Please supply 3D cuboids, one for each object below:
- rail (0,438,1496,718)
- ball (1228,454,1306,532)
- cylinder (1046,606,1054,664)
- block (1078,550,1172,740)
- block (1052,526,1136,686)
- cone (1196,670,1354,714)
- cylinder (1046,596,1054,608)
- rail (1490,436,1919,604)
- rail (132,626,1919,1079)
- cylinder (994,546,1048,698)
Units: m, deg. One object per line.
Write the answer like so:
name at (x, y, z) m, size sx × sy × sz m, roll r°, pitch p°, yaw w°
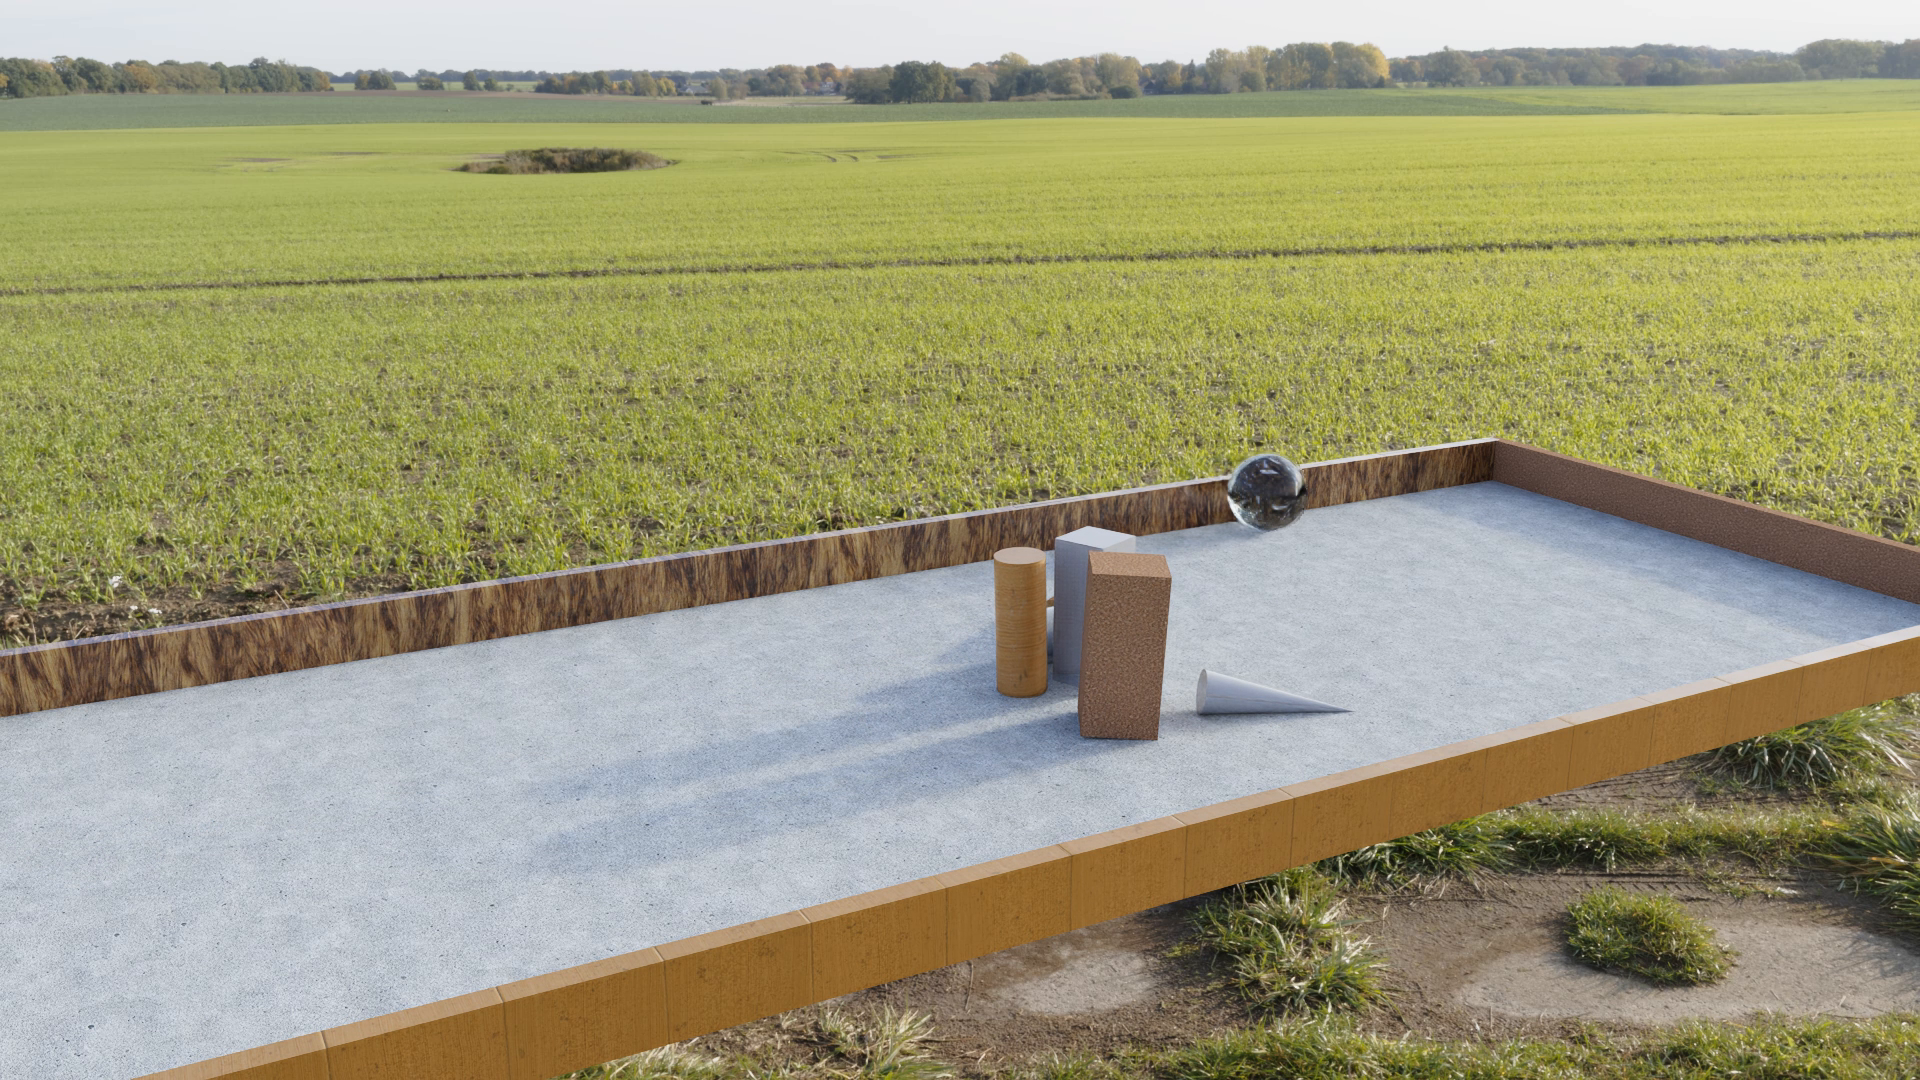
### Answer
rail at (-3.305, 0.497, 3.399) m, size 12.000 × 0.150 × 0.050 m, roll -9°, pitch 18°, yaw -27°
ball at (1.010, -0.157, 5.434) m, size 0.257 × 0.257 × 0.257 m, roll 0°, pitch 16°, yaw 0°
cylinder at (0.304, 0.232, 4.312) m, size 0.360 × 0.143 × 0.143 m, roll -11°, pitch 20°, yaw -33°
block at (0.377, 0.243, 3.818) m, size 0.177 × 0.393 × 0.177 m, roll 3°, pitch 16°, yaw 1°
block at (0.333, 0.171, 4.112) m, size 0.143 × 0.372 × 0.143 m, roll 13°, pitch 21°, yaw 37°
cone at (0.763, 0.387, 3.942) m, size 0.380 × 0.110 × 0.110 m, roll 8°, pitch 16°, yaw -3°
cylinder at (0.329, 0.176, 4.556) m, size 0.112 × 0.112 × 0.313 m, roll 9°, pitch 18°, yaw 27°
rail at (2.466, -0.048, 5.253) m, size 0.050 × 0.150 × 2.100 m, roll -9°, pitch 18°, yaw -27°
rail at (-2.336, 1.006, 1.665) m, size 12.000 × 0.150 × 0.050 m, roll -9°, pitch 18°, yaw -27°
cylinder at (0.149, 0.202, 4.039) m, size 0.127 × 0.348 × 0.127 m, roll -2°, pitch 19°, yaw 1°
